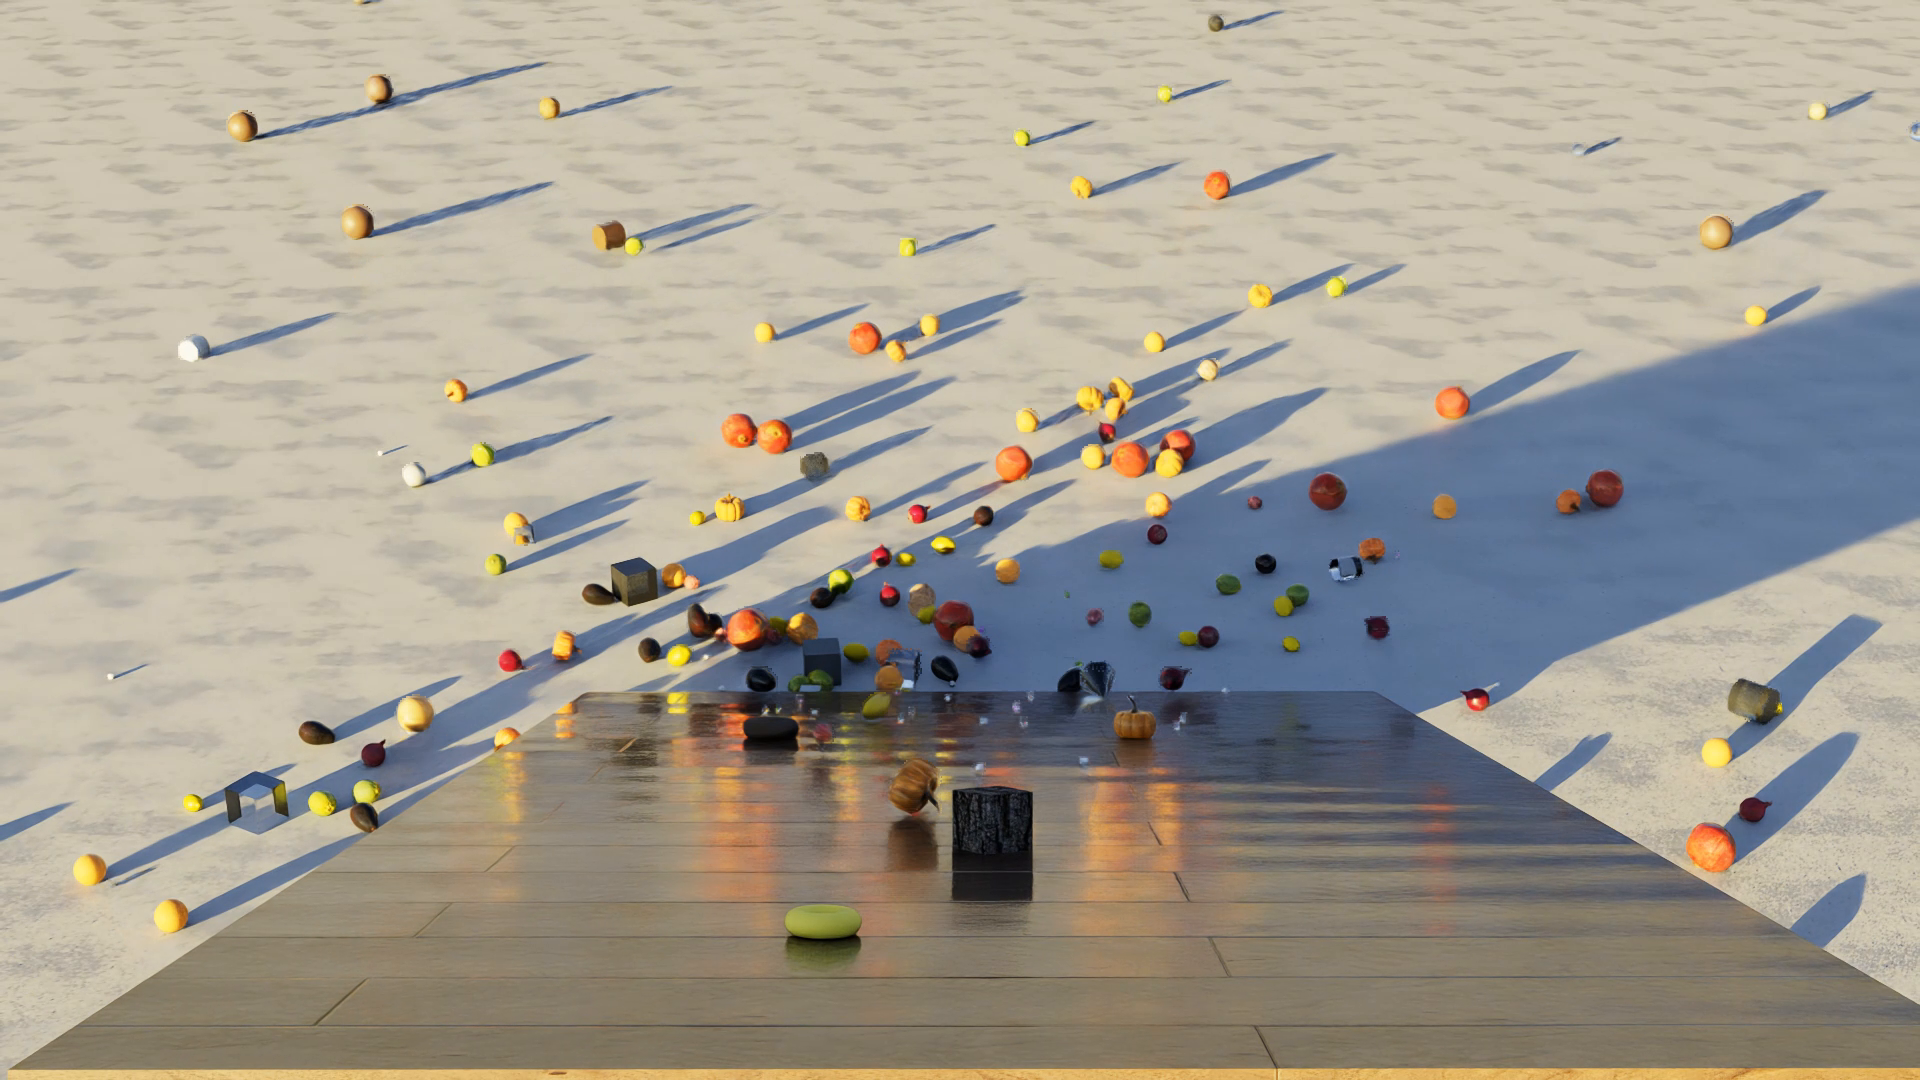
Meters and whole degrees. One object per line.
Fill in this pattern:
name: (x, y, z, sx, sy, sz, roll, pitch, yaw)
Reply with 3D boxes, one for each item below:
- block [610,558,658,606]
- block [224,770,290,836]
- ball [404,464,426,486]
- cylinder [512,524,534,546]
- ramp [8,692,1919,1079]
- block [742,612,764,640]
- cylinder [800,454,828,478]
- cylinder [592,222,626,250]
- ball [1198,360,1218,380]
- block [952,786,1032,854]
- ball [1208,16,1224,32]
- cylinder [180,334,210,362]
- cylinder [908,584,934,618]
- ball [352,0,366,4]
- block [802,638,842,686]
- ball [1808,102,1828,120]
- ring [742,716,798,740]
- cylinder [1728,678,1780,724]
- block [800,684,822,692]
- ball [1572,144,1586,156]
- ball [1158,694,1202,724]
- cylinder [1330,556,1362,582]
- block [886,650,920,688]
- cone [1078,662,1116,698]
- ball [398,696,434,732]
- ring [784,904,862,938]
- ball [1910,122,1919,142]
block: (-0.916, 0.117, 7.247, 0.094, 0.094, 0.094, -16, 29, -31)
block: (-1.670, 0.624, 6.120, 0.098, 0.098, 0.098, 14, 28, 29)
ball: (-1.688, -0.200, 7.980, 0.070, 0.070, 0.070, 0, 24, 0)
cylinder: (-1.285, -0.015, 7.588, 0.054, 0.054, 0.054, -8, 26, -18)
ramp: (0.056, 0.504, 4.548, 2.000, 0.100, 4.000, 0, 2, 0)
block: (-0.566, 0.233, 7.043, 0.053, 0.053, 0.053, -8, 25, -16)
cylinder: (-0.454, -0.232, 8.057, 0.065, 0.065, 0.065, -13, 27, -27)
cylinder: (-1.382, -1.198, 10.161, 0.095, 0.095, 0.095, -20, 31, -37)
ball: (0.852, -0.584, 8.831, 0.069, 0.069, 0.069, 0, 24, 0)
block: (0.050, 0.430, 3.960, 0.089, 0.089, 0.089, -1, 2, -33)
ball: (1.344, -2.713, 13.528, 0.084, 0.084, 0.084, 0, 24, 0)
cylinder: (-2.682, -0.672, 9.020, 0.074, 0.074, 0.074, 6, 25, 13)
cylinder: (-0.107, 0.169, 7.162, 0.071, 0.071, 0.071, 1, 22, 2)
ball: (-3.296, -2.989, 14.129, 0.092, 0.092, 0.092, 0, 24, 0)
block: (-0.364, 0.323, 6.793, 0.094, 0.094, 0.094, -3, 24, -6)
ball: (3.968, -1.984, 11.912, 0.085, 0.085, 0.085, 0, 24, 0)
ring: (-0.404, 0.401, 5.499, 0.120, 0.040, 0.120, 1, 2, 0)
cylinder: (2.031, 0.412, 6.596, 0.094, 0.094, 0.094, 22, 32, 39)
block: (-0.387, 0.410, 6.651, 0.052, 0.052, 0.052, 2, 24, 4)
ball: (2.733, -1.723, 11.372, 0.055, 0.055, 0.055, 0, 24, 0)
ball: (0.497, 0.397, 5.812, 0.100, 0.100, 0.100, 0, 24, 0)
cylinder: (1.104, 0.081, 7.362, 0.066, 0.066, 0.066, -10, 26, -21)
block: (-0.151, 0.339, 6.784, 0.072, 0.072, 0.072, 5, 25, 10)
cone: (0.349, 0.368, 6.405, 0.095, 0.095, 0.095, -3, 29, -6)
ball: (-1.380, 0.442, 6.532, 0.091, 0.091, 0.091, 0, 24, 0)
ring: (-0.173, 0.483, 3.258, 0.098, 0.033, 0.098, 1, 1, 0)
ball: (4.313, -1.835, 11.584, 0.085, 0.085, 0.085, 0, 24, 0)
